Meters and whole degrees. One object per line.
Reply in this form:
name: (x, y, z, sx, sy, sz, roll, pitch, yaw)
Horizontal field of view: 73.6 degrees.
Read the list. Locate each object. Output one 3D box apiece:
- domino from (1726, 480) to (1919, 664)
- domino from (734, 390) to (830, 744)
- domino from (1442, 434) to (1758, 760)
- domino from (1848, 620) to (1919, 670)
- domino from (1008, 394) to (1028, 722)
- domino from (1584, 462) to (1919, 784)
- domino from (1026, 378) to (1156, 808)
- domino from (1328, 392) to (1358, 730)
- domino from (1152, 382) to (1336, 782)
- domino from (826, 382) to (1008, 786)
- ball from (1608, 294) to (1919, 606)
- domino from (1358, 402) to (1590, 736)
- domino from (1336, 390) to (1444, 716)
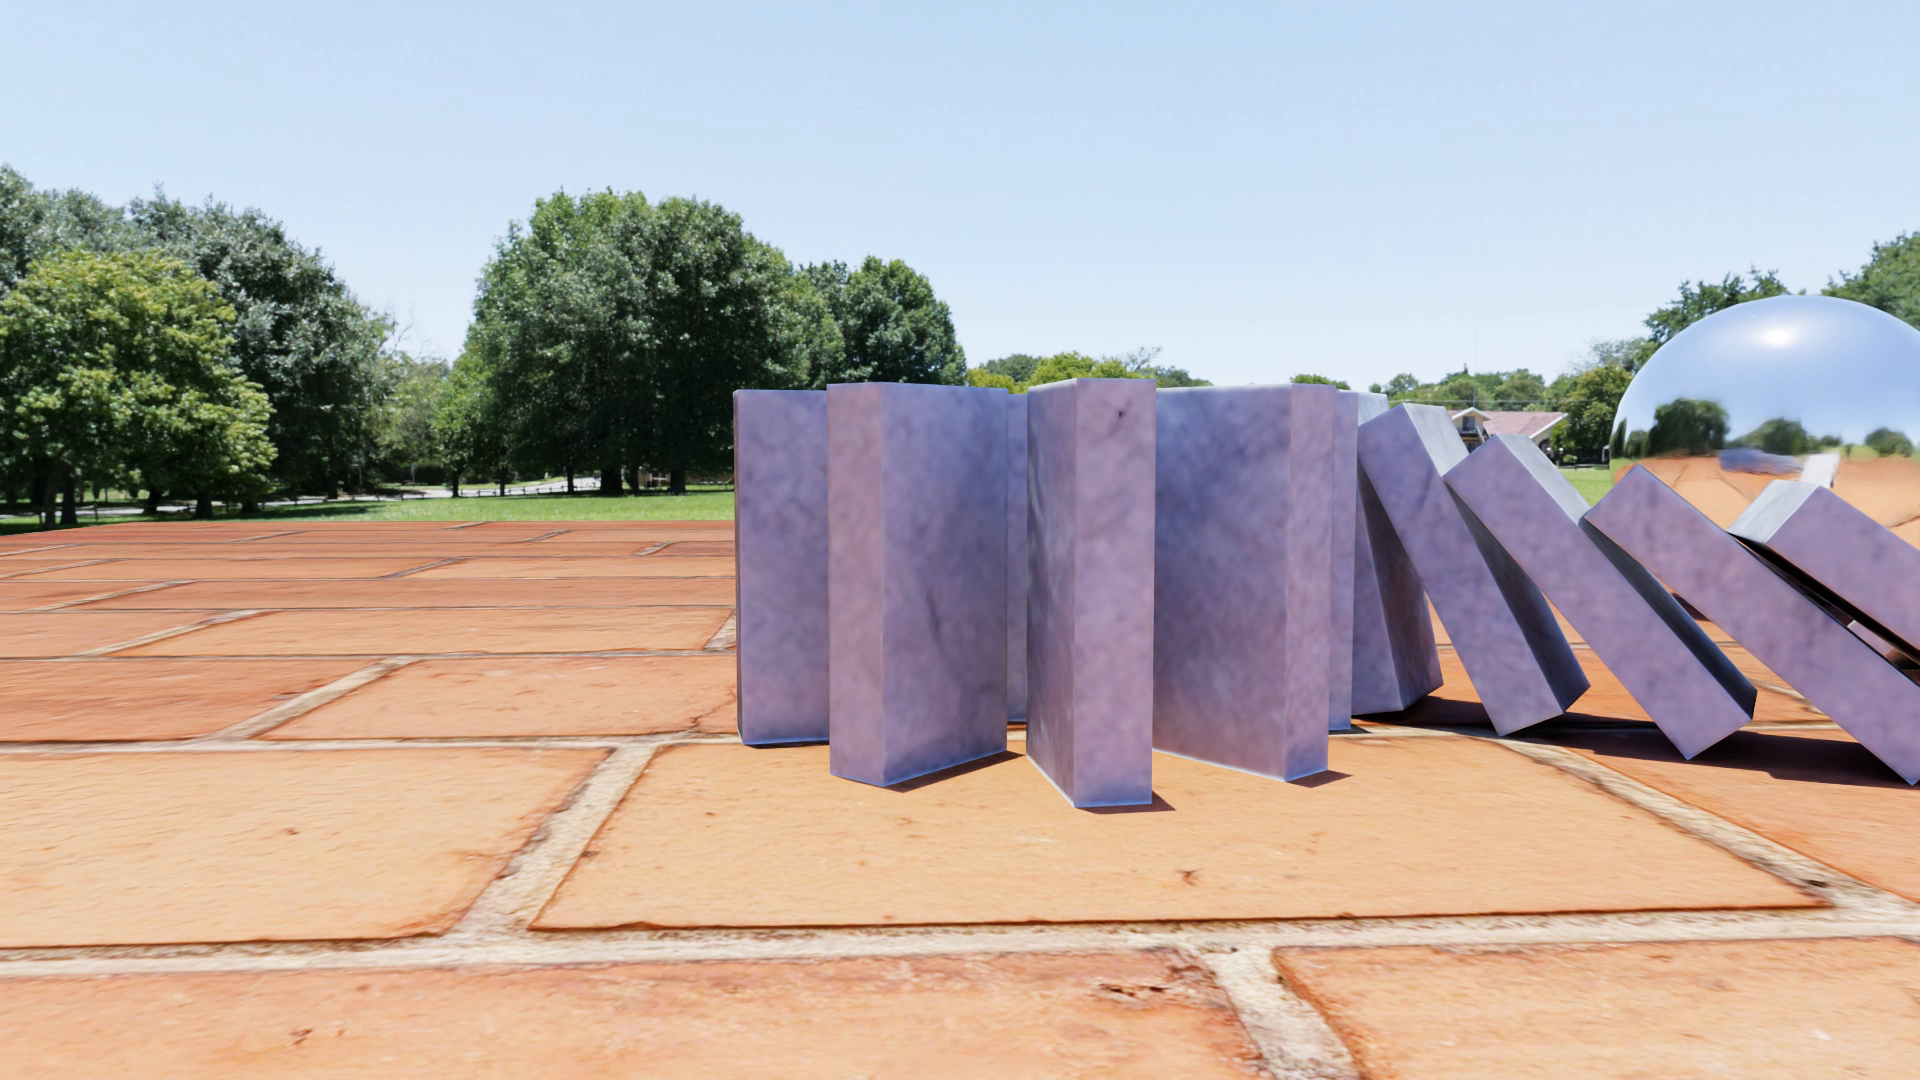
domino: (0.128, 0.011, 0.167, 0.050, 0.010, 0.025, 39, 16, 14)
domino: (-0.020, 0.003, 0.187, 0.025, 0.050, 0.009, -1, 4, -14)
domino: (0.094, 0.006, 0.188, 0.009, 0.050, 0.025, -45, -20, 27)
domino: (0.183, 0.007, 0.223, 0.025, 0.009, 0.050, 0, -34, 0)
domino: (0.000, 0.003, 0.200, 0.025, 0.050, 0.009, 0, 4, 0)
domino: (0.111, 0.009, 0.177, 0.050, 0.009, 0.025, 45, 23, 18)
domino: (0.016, 0.005, 0.161, 0.009, 0.050, 0.025, -1, 4, -10)
domino: (0.045, 0.003, 0.192, 0.025, 0.050, 0.010, -1, 4, -10)
domino: (0.036, 0.005, 0.172, 0.009, 0.050, 0.025, -4, 6, -40)
domino: (-0.005, 0.005, 0.170, 0.010, 0.050, 0.025, 4, 6, 40)
ball: (0.211, -0.022, 0.329, 0.080, 0.080, 0.080, 0, 4, 0)
domino: (0.079, 0.003, 0.199, 0.009, 0.050, 0.025, -31, -13, 32)
domino: (0.066, 0.001, 0.209, 0.009, 0.050, 0.025, -12, -3, 34)
